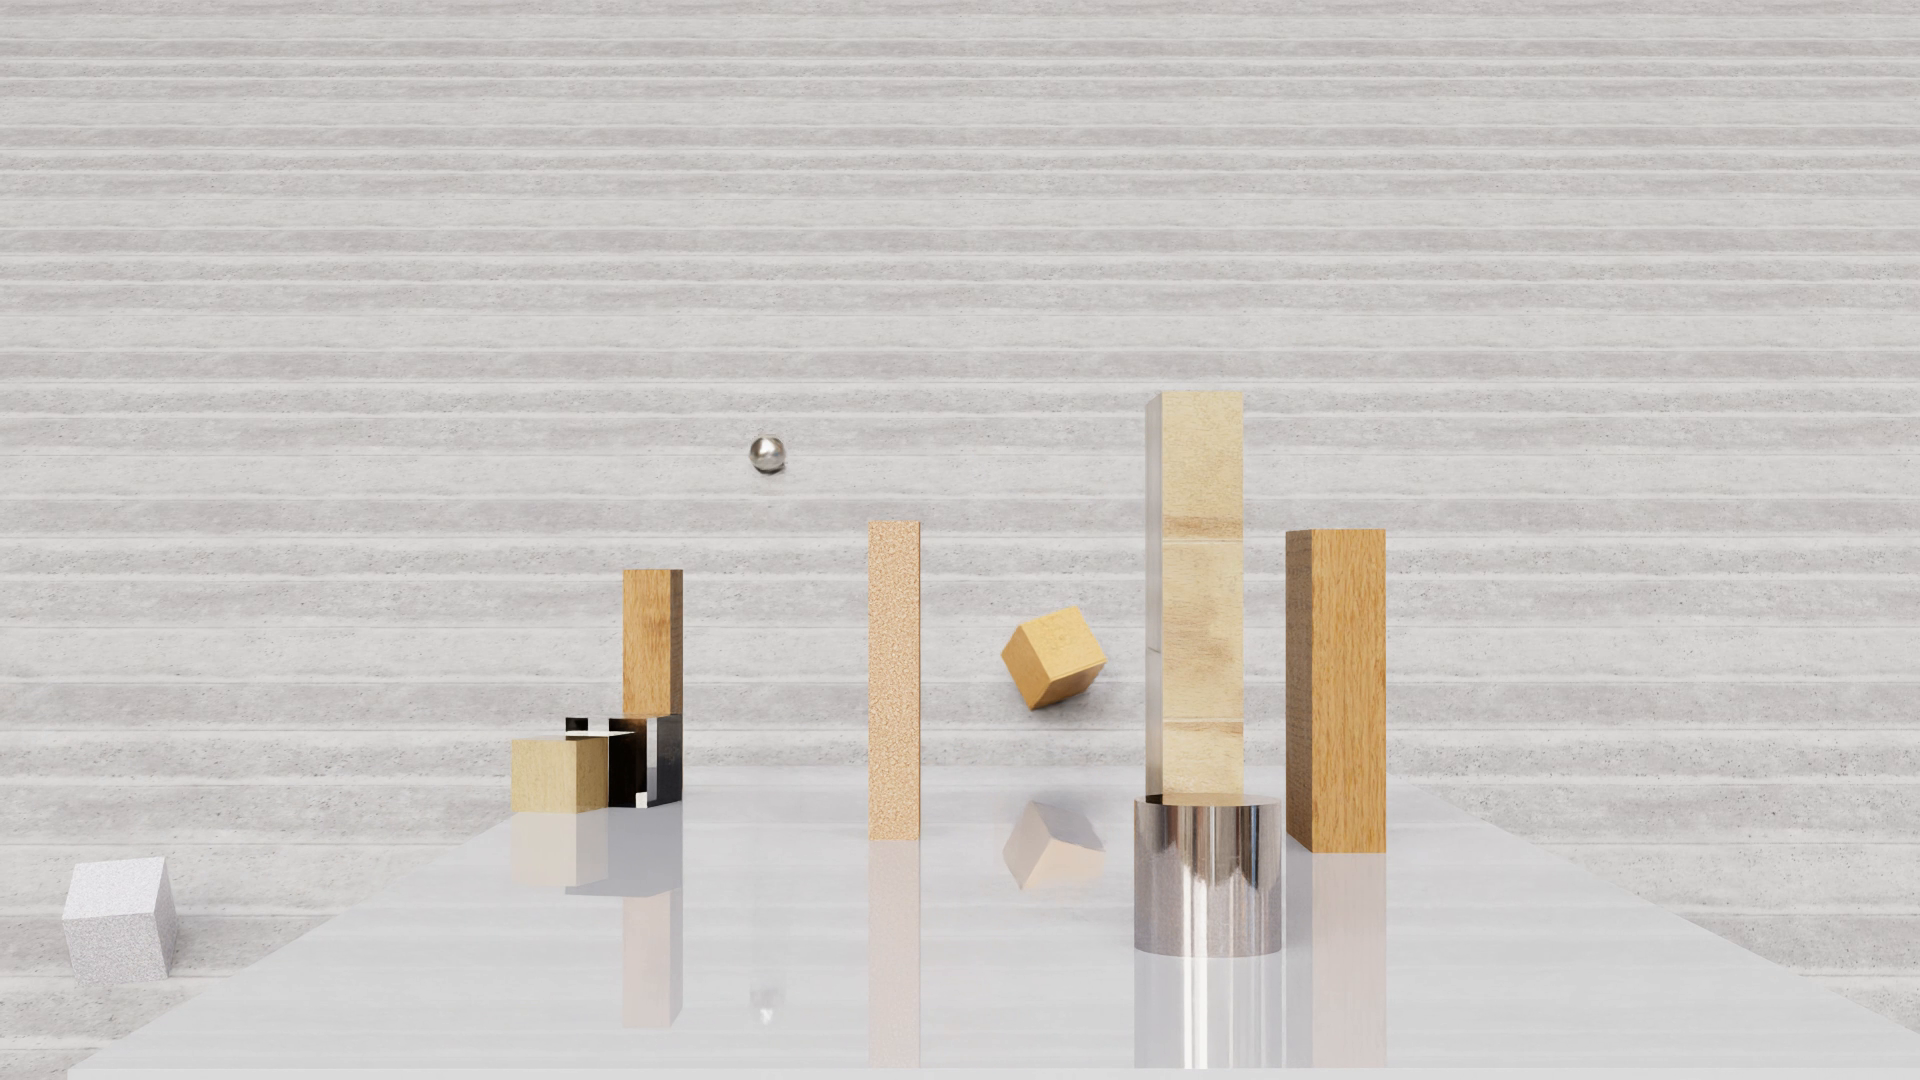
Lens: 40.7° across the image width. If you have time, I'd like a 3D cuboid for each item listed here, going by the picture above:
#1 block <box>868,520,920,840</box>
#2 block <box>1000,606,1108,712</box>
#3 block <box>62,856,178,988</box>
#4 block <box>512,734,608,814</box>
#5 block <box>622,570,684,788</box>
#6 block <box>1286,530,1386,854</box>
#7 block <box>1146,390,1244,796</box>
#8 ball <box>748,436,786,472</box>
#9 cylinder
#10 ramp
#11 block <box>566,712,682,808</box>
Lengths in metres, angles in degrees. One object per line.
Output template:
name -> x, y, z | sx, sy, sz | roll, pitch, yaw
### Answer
block -> -0.126, 0.268, 5.041 | 0.095, 0.606, 0.260 | 0, 0, 0
block -> 0.255, 0.322, 7.051 | 0.182, 0.182, 0.182 | -18, 67, -27
block -> -1.986, 0.905, 6.135 | 0.207, 0.207, 0.207 | -4, 32, -7
block -> -0.854, 0.499, 5.528 | 0.152, 0.152, 0.152 | 0, -1, 18
block -> -0.700, 0.323, 5.915 | 0.106, 0.511, 0.270 | 0, 0, 0
block -> 0.705, 0.275, 4.882 | 0.134, 0.587, 0.379 | 0, 0, 0
block -> 0.343, 0.175, 3.826 | 0.114, 0.769, 0.342 | 0, 0, 0
ball -> -0.607, -0.271, 8.154 | 0.117, 0.117, 0.117 | 0, 31, 0
cylinder -> 0.340, 0.457, 3.552 | 0.202, 0.202, 0.202 | 0, 0, 0
ramp -> 0.070, 0.618, 4.697 | 2.000, 0.100, 4.000 | 0, 0, 0
block -> -0.735, 0.480, 5.673 | 0.191, 0.191, 0.191 | 0, -1, 17
